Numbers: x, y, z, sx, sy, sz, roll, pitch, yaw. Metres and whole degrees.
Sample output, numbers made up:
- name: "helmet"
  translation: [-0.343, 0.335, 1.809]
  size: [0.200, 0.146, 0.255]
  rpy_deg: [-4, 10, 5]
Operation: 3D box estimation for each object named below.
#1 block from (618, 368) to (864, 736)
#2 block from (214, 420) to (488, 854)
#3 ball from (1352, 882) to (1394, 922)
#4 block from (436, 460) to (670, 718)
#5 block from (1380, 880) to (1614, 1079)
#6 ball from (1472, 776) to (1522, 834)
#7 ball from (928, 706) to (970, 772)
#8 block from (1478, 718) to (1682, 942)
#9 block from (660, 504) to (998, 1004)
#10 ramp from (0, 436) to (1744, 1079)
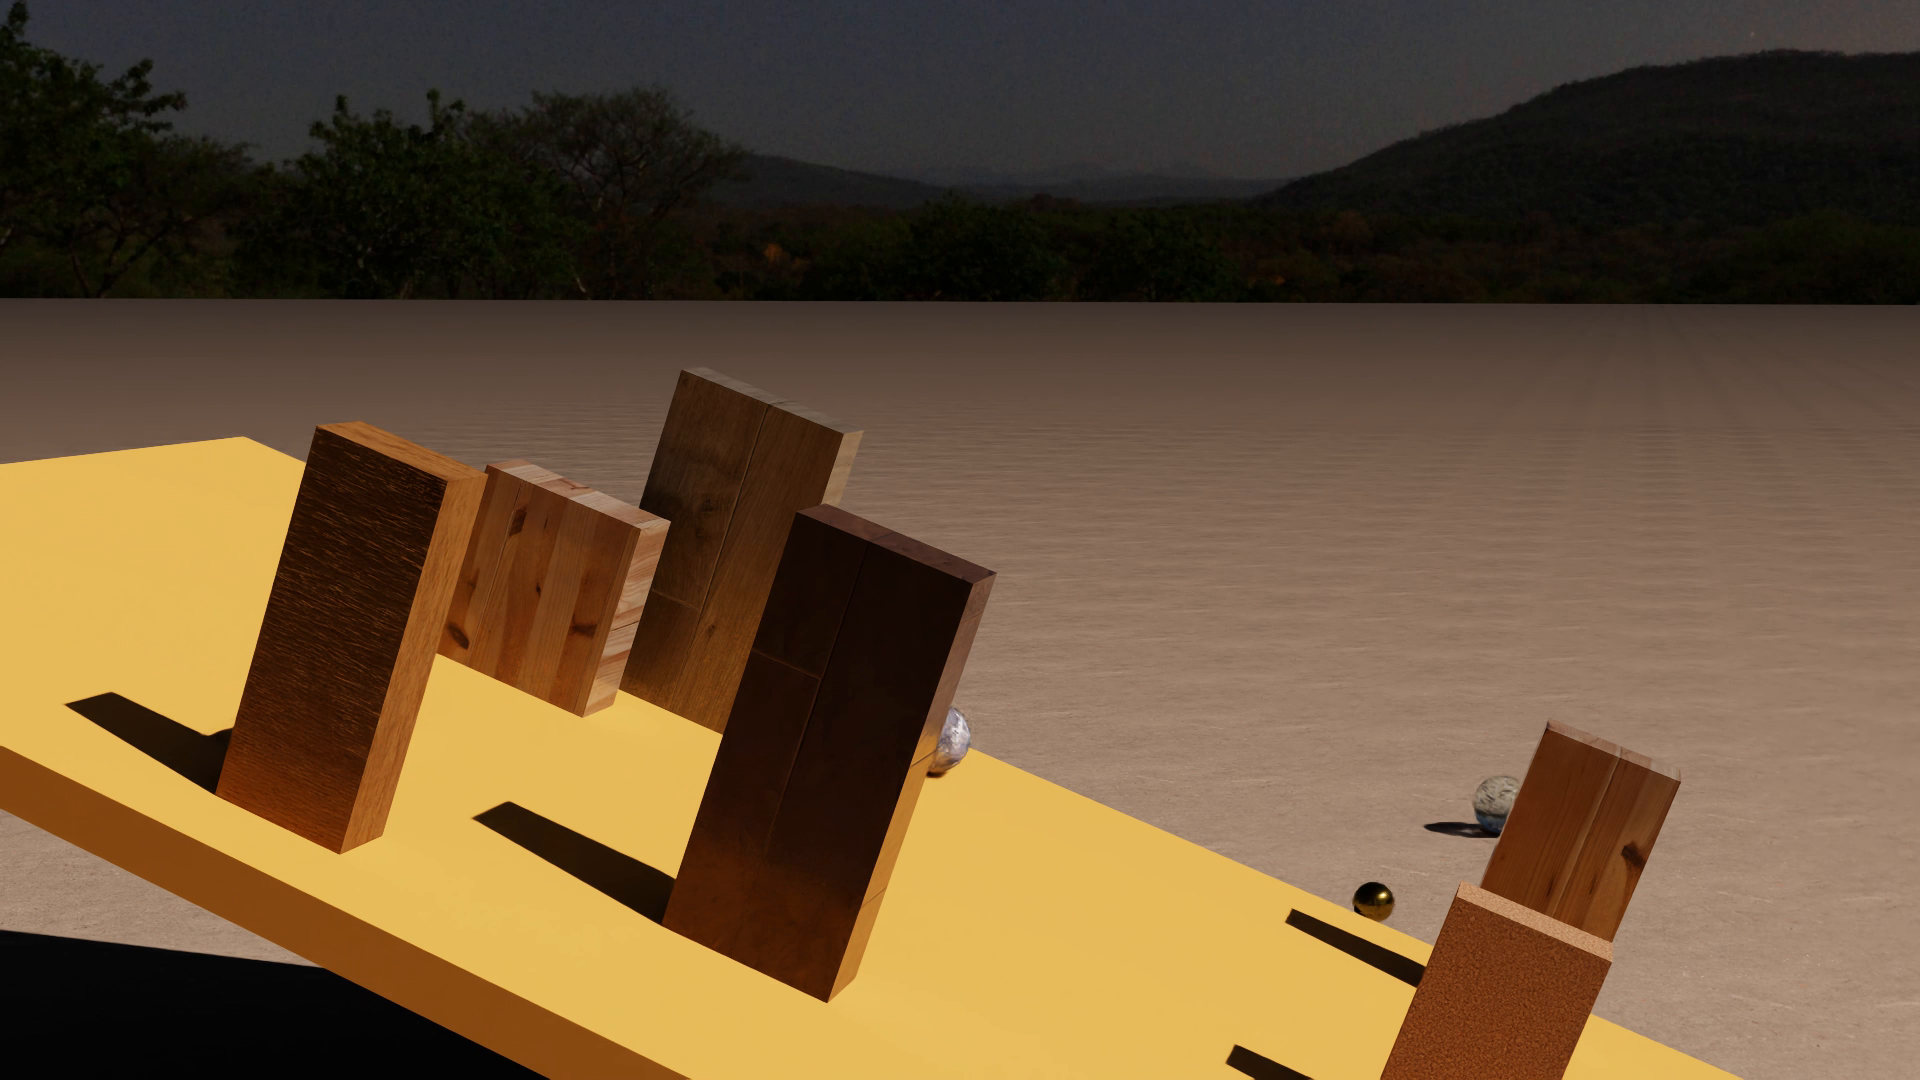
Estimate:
- name: "block"
  translation: [-0.503, 0.030, 4.675]
  size: [0.381, 0.700, 0.121]
  rpy_deg: [22, 12, 14]
- name: "block"
  translation: [-0.980, 0.155, 3.536]
  size: [0.243, 0.642, 0.126]
  rpy_deg: [22, 12, 14]
- name: "ball"
  translation: [1.182, 1.036, 6.290]
  size: [0.116, 0.116, 0.116]
  rpy_deg: [0, 7, 0]
- name: "block"
  translation: [-0.845, 0.096, 4.541]
  size: [0.363, 0.416, 0.141]
  rpy_deg: [22, 12, 14]
- name: "block"
  translation: [0.895, 0.853, 3.751]
  size: [0.269, 0.460, 0.106]
  rpy_deg: [22, 12, 14]
- name: "ball"
  translation: [1.799, 0.878, 7.286]
  size: [0.193, 0.193, 0.193]
  rpy_deg: [0, 7, 0]
- name: "ball"
  translation: [-0.053, 0.437, 4.870]
  size: [0.154, 0.154, 0.154]
  rpy_deg: [0, 7, 0]
- name: "block"
  translation: [1.225, 0.708, 4.516]
  size: [0.278, 0.616, 0.113]
  rpy_deg: [22, 12, 14]
- name: "block"
  translation: [-0.219, 0.347, 3.606]
  size: [0.312, 0.743, 0.135]
  rpy_deg: [22, 12, 14]
- name: "ramp"
  translation: [-0.339, 0.624, 4.214]
  size: [4.000, 0.100, 2.000]
  rpy_deg: [22, 12, 14]
